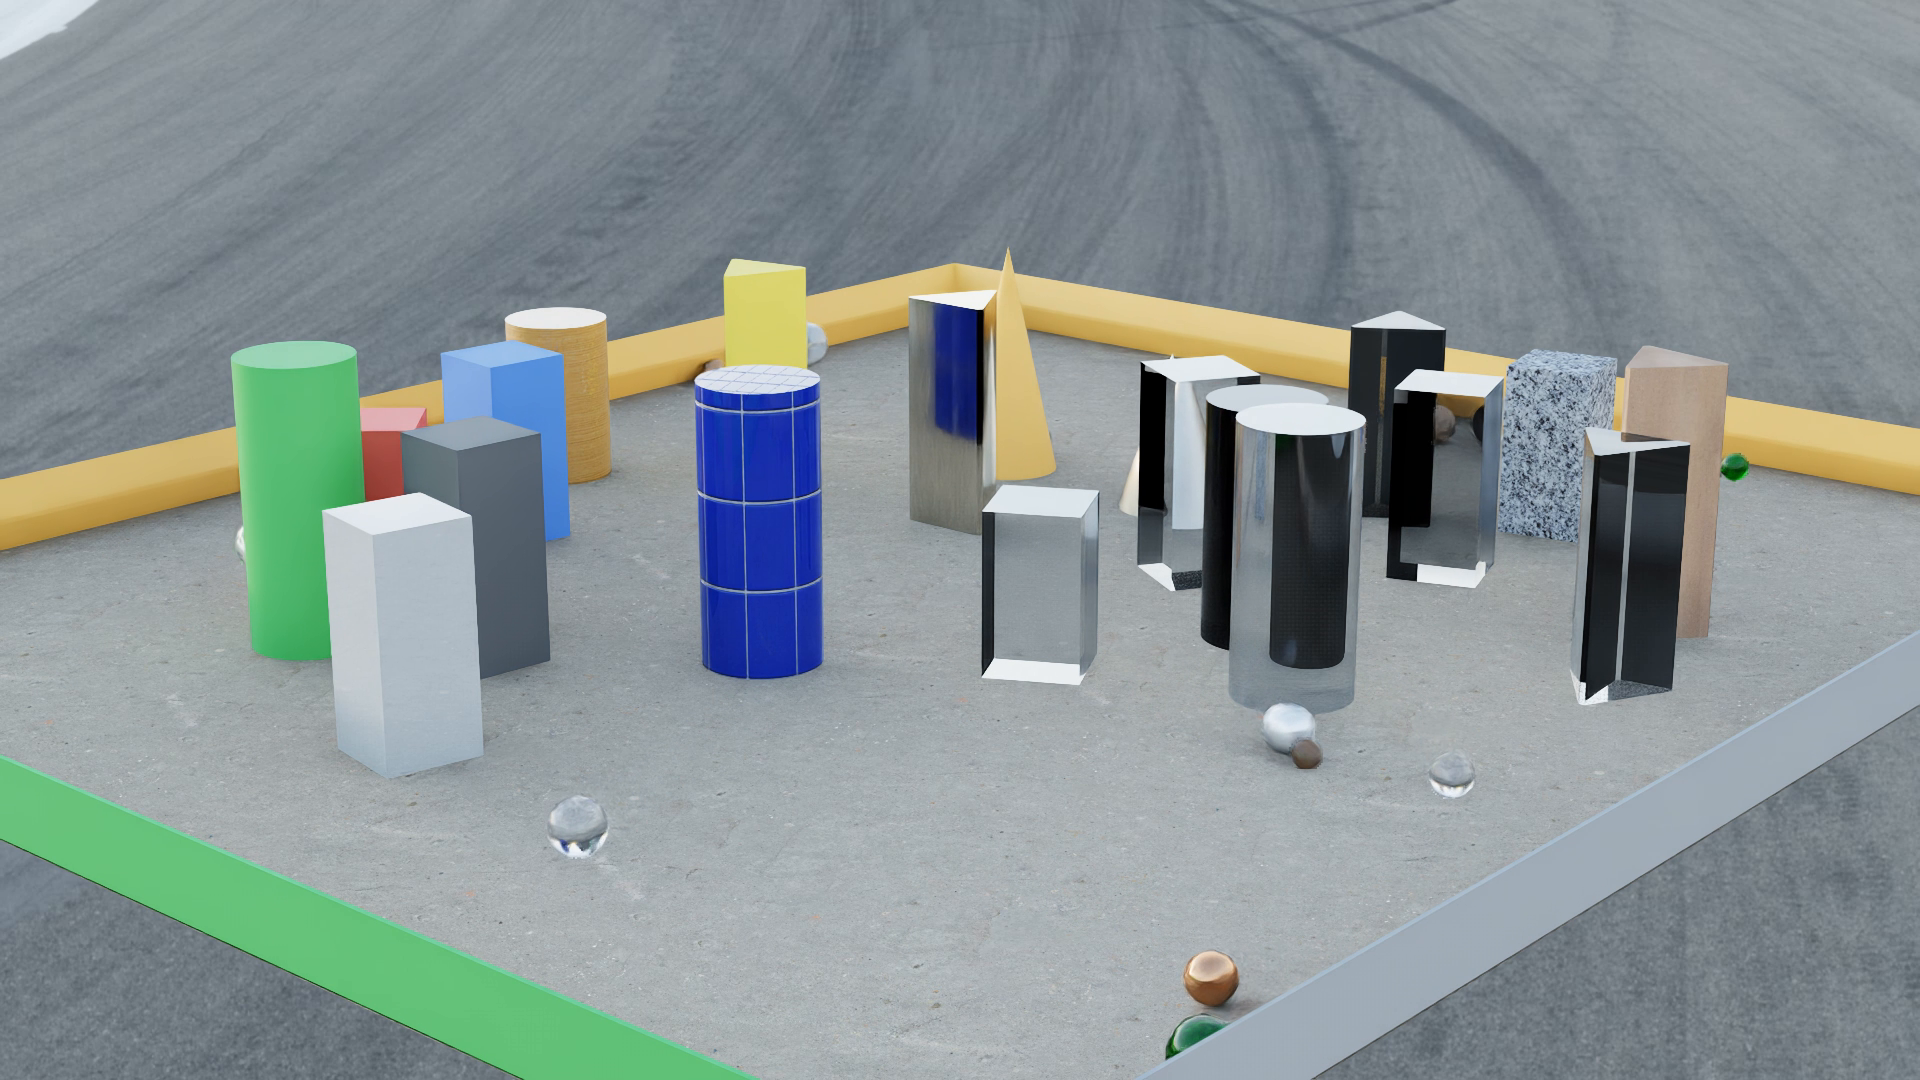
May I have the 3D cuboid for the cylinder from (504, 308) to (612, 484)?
[{"bbox_3d":[-0.803,-0.289,5.866,0.200,0.317,0.200,0,17,0],"label":"cylinder"}]

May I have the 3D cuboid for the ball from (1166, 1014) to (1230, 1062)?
[{"bbox_3d":[0.279,0.587,3.355,0.088,0.088,0.088,0,17,0],"label":"ball"}]

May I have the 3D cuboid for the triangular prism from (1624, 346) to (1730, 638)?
[{"bbox_3d":[1.161,-0.081,4.913,0.173,0.468,0.150,-2,17,-7],"label":"triangular prism"}]

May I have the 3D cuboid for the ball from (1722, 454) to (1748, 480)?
[{"bbox_3d":[1.544,-0.144,5.847,0.051,0.051,0.051,0,17,0],"label":"ball"}]

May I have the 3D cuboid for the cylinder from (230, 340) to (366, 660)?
[{"bbox_3d":[-1.080,-0.066,4.826,0.200,0.490,0.200,0,17,0],"label":"cylinder"}]

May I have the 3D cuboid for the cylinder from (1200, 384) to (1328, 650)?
[{"bbox_3d":[0.504,-0.036,4.867,0.200,0.408,0.200,0,17,0],"label":"cylinder"}]

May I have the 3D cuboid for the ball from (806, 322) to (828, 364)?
[{"bbox_3d":[-0.357,-0.456,6.797,0.100,0.100,0.100,0,17,0],"label":"ball"}]

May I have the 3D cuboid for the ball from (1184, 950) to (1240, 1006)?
[{"bbox_3d":[0.306,0.533,3.570,0.067,0.067,0.067,0,17,0],"label":"ball"}]

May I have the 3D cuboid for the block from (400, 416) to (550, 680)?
[{"bbox_3d":[-0.783,0.012,4.749,0.160,0.385,0.160,-15,23,-41],"label":"block"}]

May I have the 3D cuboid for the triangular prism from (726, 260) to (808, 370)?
[{"bbox_3d":[-0.415,-0.339,5.846,0.173,0.424,0.150,-9,19,-28],"label":"triangular prism"}]

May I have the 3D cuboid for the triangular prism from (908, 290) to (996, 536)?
[{"bbox_3d":[0.018,-0.248,5.530,0.173,0.431,0.150,13,21,38],"label":"triangular prism"}]

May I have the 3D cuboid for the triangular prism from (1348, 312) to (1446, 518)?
[{"bbox_3d":[0.833,-0.241,5.617,0.173,0.370,0.150,2,17,8],"label":"triangular prism"}]

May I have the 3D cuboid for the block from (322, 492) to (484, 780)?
[{"bbox_3d":[-0.825,0.139,4.347,0.160,0.373,0.160,-13,21,-36],"label":"block"}]

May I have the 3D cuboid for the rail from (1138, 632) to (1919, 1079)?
[{"bbox_3d":[1.122,0.313,4.187,0.045,0.130,3.432,14,22,39],"label":"rail"}]

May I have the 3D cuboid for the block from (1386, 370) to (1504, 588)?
[{"bbox_3d":[0.864,-0.111,5.224,0.160,0.347,0.160,7,18,21],"label":"block"}]

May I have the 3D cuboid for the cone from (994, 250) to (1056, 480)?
[{"bbox_3d":[0.096,-0.366,5.883,0.200,0.454,0.200,0,17,0],"label":"cone"}]

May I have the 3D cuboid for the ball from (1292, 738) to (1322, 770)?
[{"bbox_3d":[0.512,0.316,4.329,0.045,0.045,0.045,0,17,0],"label":"ball"}]

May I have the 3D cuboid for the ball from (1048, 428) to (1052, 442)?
[{"bbox_3d":[0.159,-0.210,6.049,0.061,0.061,0.061,0,17,0],"label":"ball"}]

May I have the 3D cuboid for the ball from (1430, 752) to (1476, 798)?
[{"bbox_3d":[0.709,0.338,4.219,0.066,0.066,0.066,0,17,0],"label":"ball"}]

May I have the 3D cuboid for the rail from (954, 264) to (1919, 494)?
[{"bbox_3d":[1.109,-0.336,6.343,3.018,0.130,0.045,14,22,39],"label":"rail"}]

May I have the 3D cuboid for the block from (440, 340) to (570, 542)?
[{"bbox_3d":[-0.842,-0.176,5.438,0.160,0.348,0.160,-15,22,-41],"label":"block"}]

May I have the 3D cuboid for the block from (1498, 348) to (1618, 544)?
[{"bbox_3d":[1.120,-0.178,5.494,0.160,0.319,0.160,9,19,28],"label":"block"}]

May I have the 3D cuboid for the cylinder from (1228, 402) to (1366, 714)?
[{"bbox_3d":[0.525,0.028,4.582,0.200,0.450,0.200,0,17,0],"label":"cylinder"}]

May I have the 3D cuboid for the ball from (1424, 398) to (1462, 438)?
[{"bbox_3d":[1.016,-0.257,6.168,0.081,0.081,0.081,0,17,0],"label":"ball"}]

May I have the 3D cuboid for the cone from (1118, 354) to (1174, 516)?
[{"bbox_3d":[0.405,-0.211,5.632,0.200,0.303,0.200,0,17,0],"label":"cone"}]

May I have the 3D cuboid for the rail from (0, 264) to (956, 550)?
[{"bbox_3d":[-1.122,-0.248,6.052,0.045,0.130,3.432,14,22,39],"label":"rail"}]

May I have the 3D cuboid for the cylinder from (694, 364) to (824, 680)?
[{"bbox_3d":[-0.323,-0.030,4.736,0.200,0.472,0.200,0,17,0],"label":"cylinder"}]

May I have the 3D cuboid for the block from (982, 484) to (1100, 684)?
[{"bbox_3d":[0.131,0.071,4.738,0.160,0.279,0.160,4,17,12],"label":"block"}]

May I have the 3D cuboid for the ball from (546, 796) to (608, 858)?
[{"bbox_3d":[-0.523,0.392,4.007,0.085,0.085,0.085,0,17,0],"label":"ball"}]

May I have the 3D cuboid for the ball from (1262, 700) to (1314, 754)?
[{"bbox_3d":[0.491,0.280,4.390,0.078,0.078,0.078,0,17,0],"label":"ball"}]

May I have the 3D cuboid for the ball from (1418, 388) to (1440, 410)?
[{"bbox_3d":[1.024,-0.307,6.395,0.048,0.048,0.048,0,17,0],"label":"ball"}]

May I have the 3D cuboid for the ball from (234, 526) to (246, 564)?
[{"bbox_3d":[-1.257,0.008,5.273,0.091,0.091,0.091,0,17,0],"label":"ball"}]

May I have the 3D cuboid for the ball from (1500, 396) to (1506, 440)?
[{"bbox_3d":[1.133,-0.256,6.147,0.093,0.093,0.093,0,17,0],"label":"ball"}]

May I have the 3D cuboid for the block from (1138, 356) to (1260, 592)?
[{"bbox_3d":[0.421,-0.120,5.200,0.160,0.378,0.160,-6,18,-18],"label":"block"}]

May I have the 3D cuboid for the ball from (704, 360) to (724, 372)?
[{"bbox_3d":[-0.557,-0.384,6.649,0.048,0.048,0.048,0,17,0],"label":"ball"}]

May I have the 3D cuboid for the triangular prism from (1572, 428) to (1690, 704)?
[{"bbox_3d":[1.024,0.035,4.638,0.173,0.405,0.150,-7,18,-22],"label":"triangular prism"}]

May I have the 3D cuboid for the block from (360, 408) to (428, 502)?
[{"bbox_3d":[-1.005,-0.052,5.071,0.160,0.322,0.160,-1,17,-2],"label":"block"}]

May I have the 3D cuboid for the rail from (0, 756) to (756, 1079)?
[{"bbox_3d":[-1.109,0.401,3.896,3.018,0.130,0.045,14,22,39],"label":"rail"}]
